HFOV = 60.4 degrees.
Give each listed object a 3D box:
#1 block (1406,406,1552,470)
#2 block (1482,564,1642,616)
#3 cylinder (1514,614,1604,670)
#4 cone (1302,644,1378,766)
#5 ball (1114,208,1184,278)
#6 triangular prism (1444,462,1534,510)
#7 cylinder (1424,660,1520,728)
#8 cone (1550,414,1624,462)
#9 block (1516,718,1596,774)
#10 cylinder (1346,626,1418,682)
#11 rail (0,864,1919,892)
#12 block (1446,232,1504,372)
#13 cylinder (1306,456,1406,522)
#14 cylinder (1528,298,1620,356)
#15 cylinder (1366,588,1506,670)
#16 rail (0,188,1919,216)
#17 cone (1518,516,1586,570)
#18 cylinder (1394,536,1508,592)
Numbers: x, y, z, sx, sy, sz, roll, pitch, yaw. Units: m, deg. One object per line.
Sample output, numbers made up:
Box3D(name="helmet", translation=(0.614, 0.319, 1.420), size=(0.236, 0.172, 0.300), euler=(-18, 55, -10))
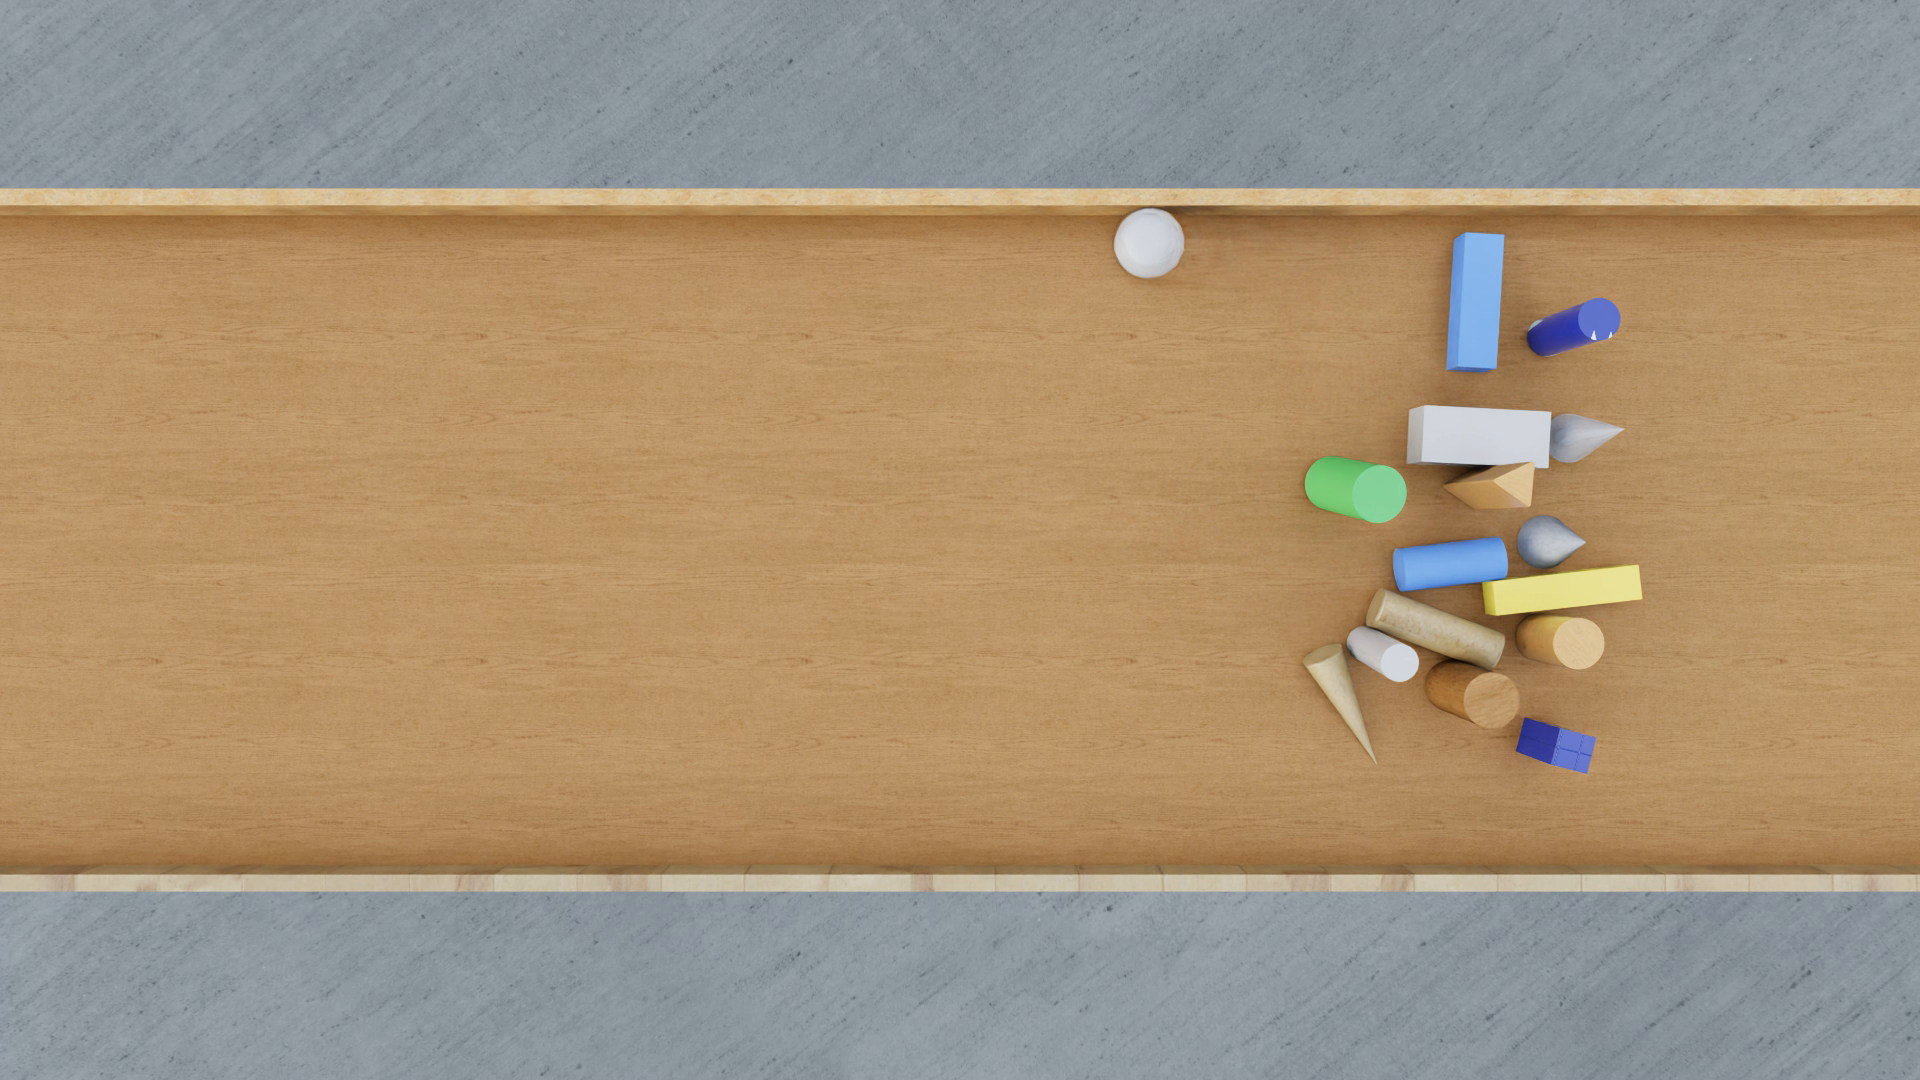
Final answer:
Box3D(name="block", translation=(1.567, -0.308, 4.993), size=(0.378, 0.167, 0.167), euler=(3, 90, 0))
Box3D(name="block", translation=(1.831, 0.152, 5.025), size=(0.443, 0.103, 0.103), euler=(-6, 90, 0))
Box3D(name="cylinder", translation=(1.781, 0.299, 4.912), size=(0.148, 0.329, 0.148), euler=(0, 90, 0))
Box3D(name="cone", translation=(1.193, 0.521, 5.045), size=(0.128, 0.128, 0.401), euler=(-28, 99, 0))
Box3D(name="ball", translation=(0.571, -0.894, 4.971), size=(0.211, 0.211, 0.211), euler=(0, 90, 0))
Box3D(name="triangular prism", translation=(1.574, -0.175, 4.855), size=(0.126, 0.440, 0.109), euler=(35, 89, -2))
Box3D(name="cylinder", translation=(1.510, 0.452, 4.879), size=(0.160, 0.391, 0.160), euler=(0, 91, 0))
Box3D(name="cone", translation=(1.874, -0.314, 4.862), size=(0.153, 0.430, 0.153), euler=(0, 90, 0))
Box3D(name="block", translation=(1.777, 0.611, 4.926), size=(0.108, 0.300, 0.108), euler=(14, 90, 0))
Box3D(name="cylinder", translation=(1.243, 0.332, 4.868), size=(0.108, 0.411, 0.108), euler=(0, 94, 0))
Box3D(name="rail", translation=(-2.247, 1.025, 5.001), size=(12.000, 0.150, 0.050), euler=(0, 90, 0))
Box3D(name="block", translation=(1.567, -0.720, 5.018), size=(0.117, 0.117, 0.403), euler=(3, 90, 0))
Box3D(name="cylinder", translation=(1.168, -0.153, 4.887), size=(0.166, 0.352, 0.166), euler=(-1, 97, -10))
Box3D(name="cylinder", translation=(1.805, -0.624, 4.867), size=(0.120, 0.419, 0.120), euler=(0, 90, 0))
Box3D(name="cylinder", translation=(1.444, 0.272, 5.014), size=(0.391, 0.126, 0.126), euler=(21, 90, 0))
Box3D(name="rail", translation=(-2.247, -1.025, 5.002), size=(12.000, 0.150, 0.050), euler=(0, 90, 0))
Box3D(name="cone", translation=(1.798, 0.007, 4.905), size=(0.166, 0.342, 0.166), euler=(0, 90, 0))
Box3D(name="cylinder", translation=(1.488, 0.073, 5.011), size=(0.309, 0.132, 0.132), euler=(-7, 90, 0))
